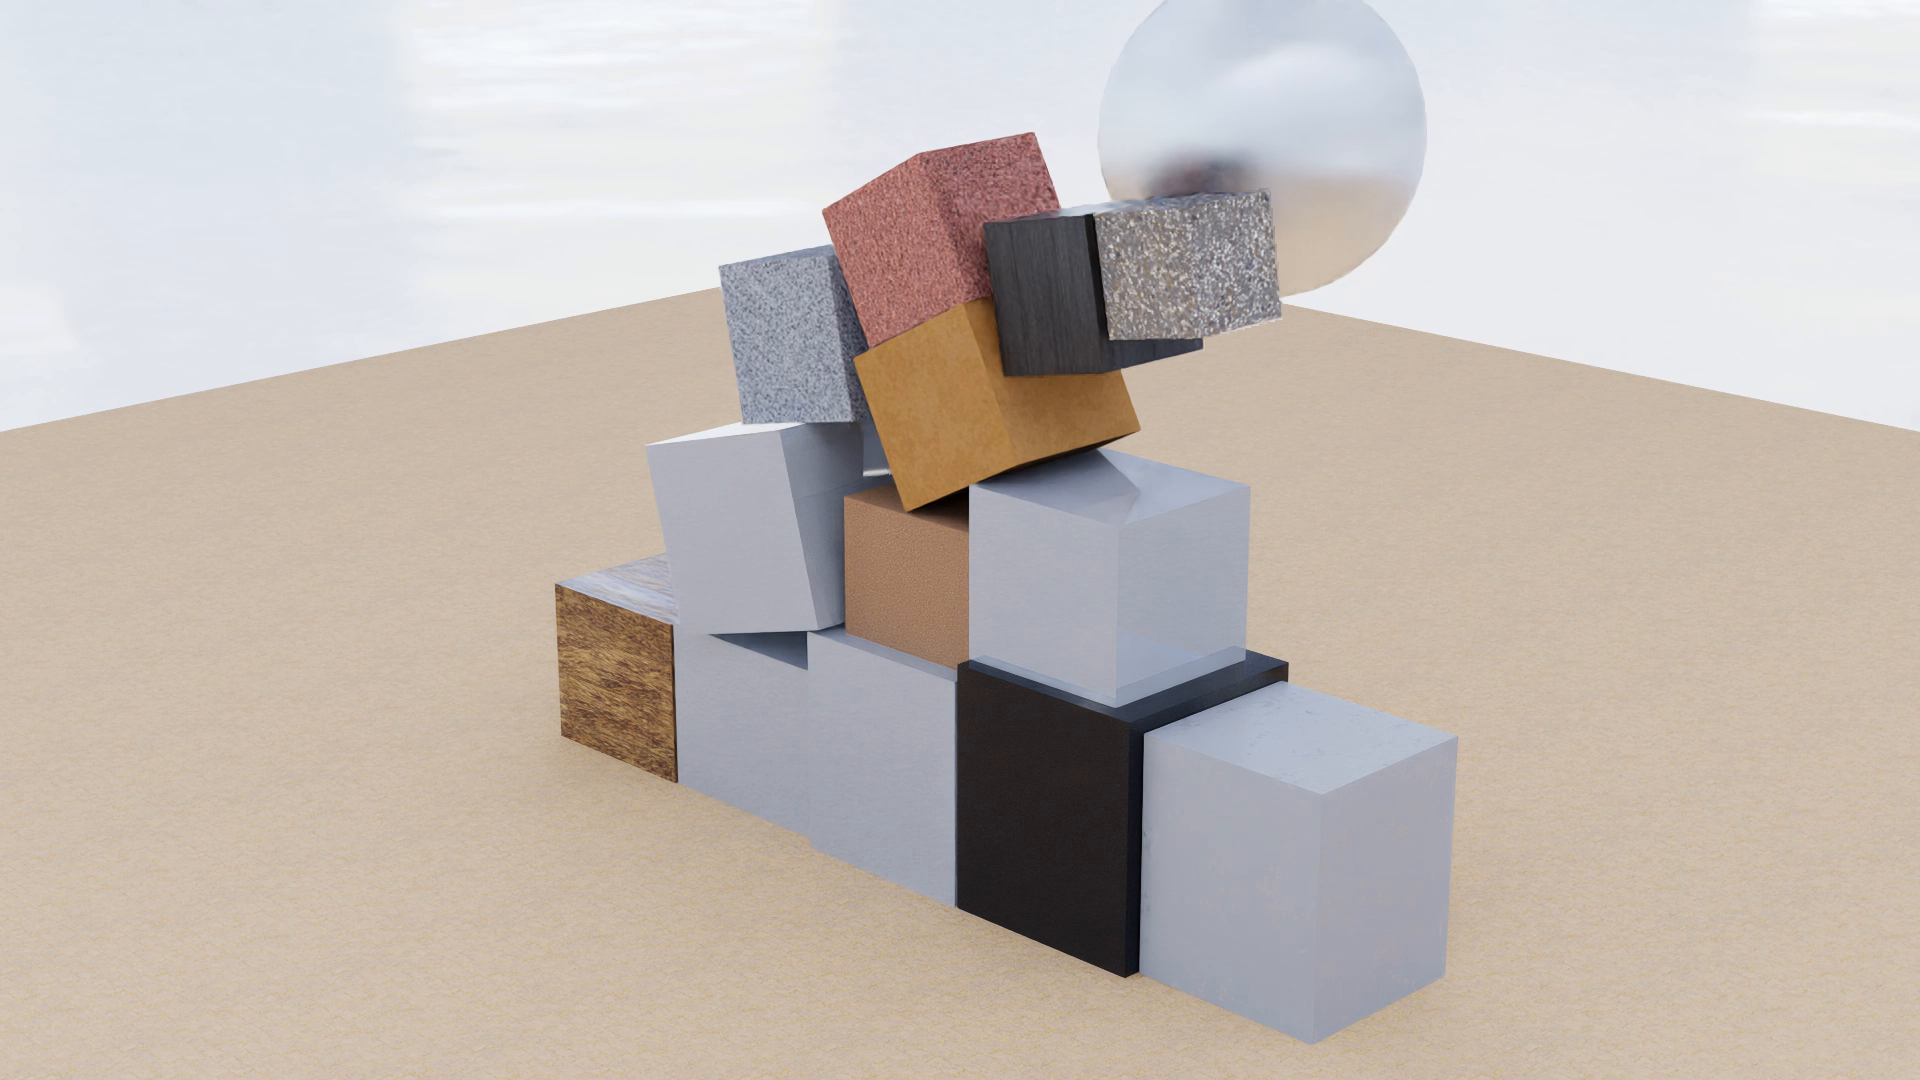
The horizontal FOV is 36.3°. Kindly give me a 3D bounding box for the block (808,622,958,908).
[{"bbox_3d":[0.000,0.923,13.615,1.022,1.074,0.955,-17,24,-42],"label":"block"}]

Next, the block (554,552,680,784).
[{"bbox_3d":[-1.397,0.611,15.019,0.951,0.829,0.915,-17,24,-42],"label":"block"}]

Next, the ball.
[{"bbox_3d":[1.467,-1.971,14.260,1.600,1.600,1.600,0,17,0],"label":"ball"}]

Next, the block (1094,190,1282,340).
[{"bbox_3d":[0.935,-1.124,12.005,0.520,0.520,0.491,-17,14,-42],"label":"block"}]

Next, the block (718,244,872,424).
[{"bbox_3d":[-0.530,-0.979,13.594,0.760,0.746,0.763,-17,12,-42],"label":"block"}]

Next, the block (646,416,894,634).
[{"bbox_3d":[-0.697,-0.133,14.020,1.061,0.929,1.008,-17,9,-42],"label":"block"}]

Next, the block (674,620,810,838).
[{"bbox_3d":[-0.697,0.815,14.347,0.927,0.843,1.045,-17,24,-42],"label":"block"}]

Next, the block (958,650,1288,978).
[{"bbox_3d":[0.711,1.089,12.946,1.040,1.159,1.004,-17,24,-42],"label":"block"}]

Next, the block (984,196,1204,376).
[{"bbox_3d":[0.568,-1.073,12.412,0.623,0.652,0.591,-16,12,-42],"label":"block"}]

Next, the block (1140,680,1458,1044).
[{"bbox_3d":[1.412,1.327,12.303,0.901,1.091,0.935,-17,24,-42],"label":"block"}]

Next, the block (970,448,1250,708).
[{"bbox_3d":[0.644,0.144,12.701,0.845,0.793,0.862,-17,24,-42],"label":"block"}]

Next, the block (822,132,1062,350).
[{"bbox_3d":[-0.033,-1.316,12.938,0.697,0.667,0.727,-17,-4,-41],"label":"block"}]

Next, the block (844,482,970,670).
[{"bbox_3d":[0.042,0.114,13.315,0.794,0.650,0.806,-17,24,-42],"label":"block"}]

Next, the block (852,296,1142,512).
[{"bbox_3d":[0.161,-0.644,12.963,0.773,0.725,0.788,-17,-4,-42],"label":"block"}]
